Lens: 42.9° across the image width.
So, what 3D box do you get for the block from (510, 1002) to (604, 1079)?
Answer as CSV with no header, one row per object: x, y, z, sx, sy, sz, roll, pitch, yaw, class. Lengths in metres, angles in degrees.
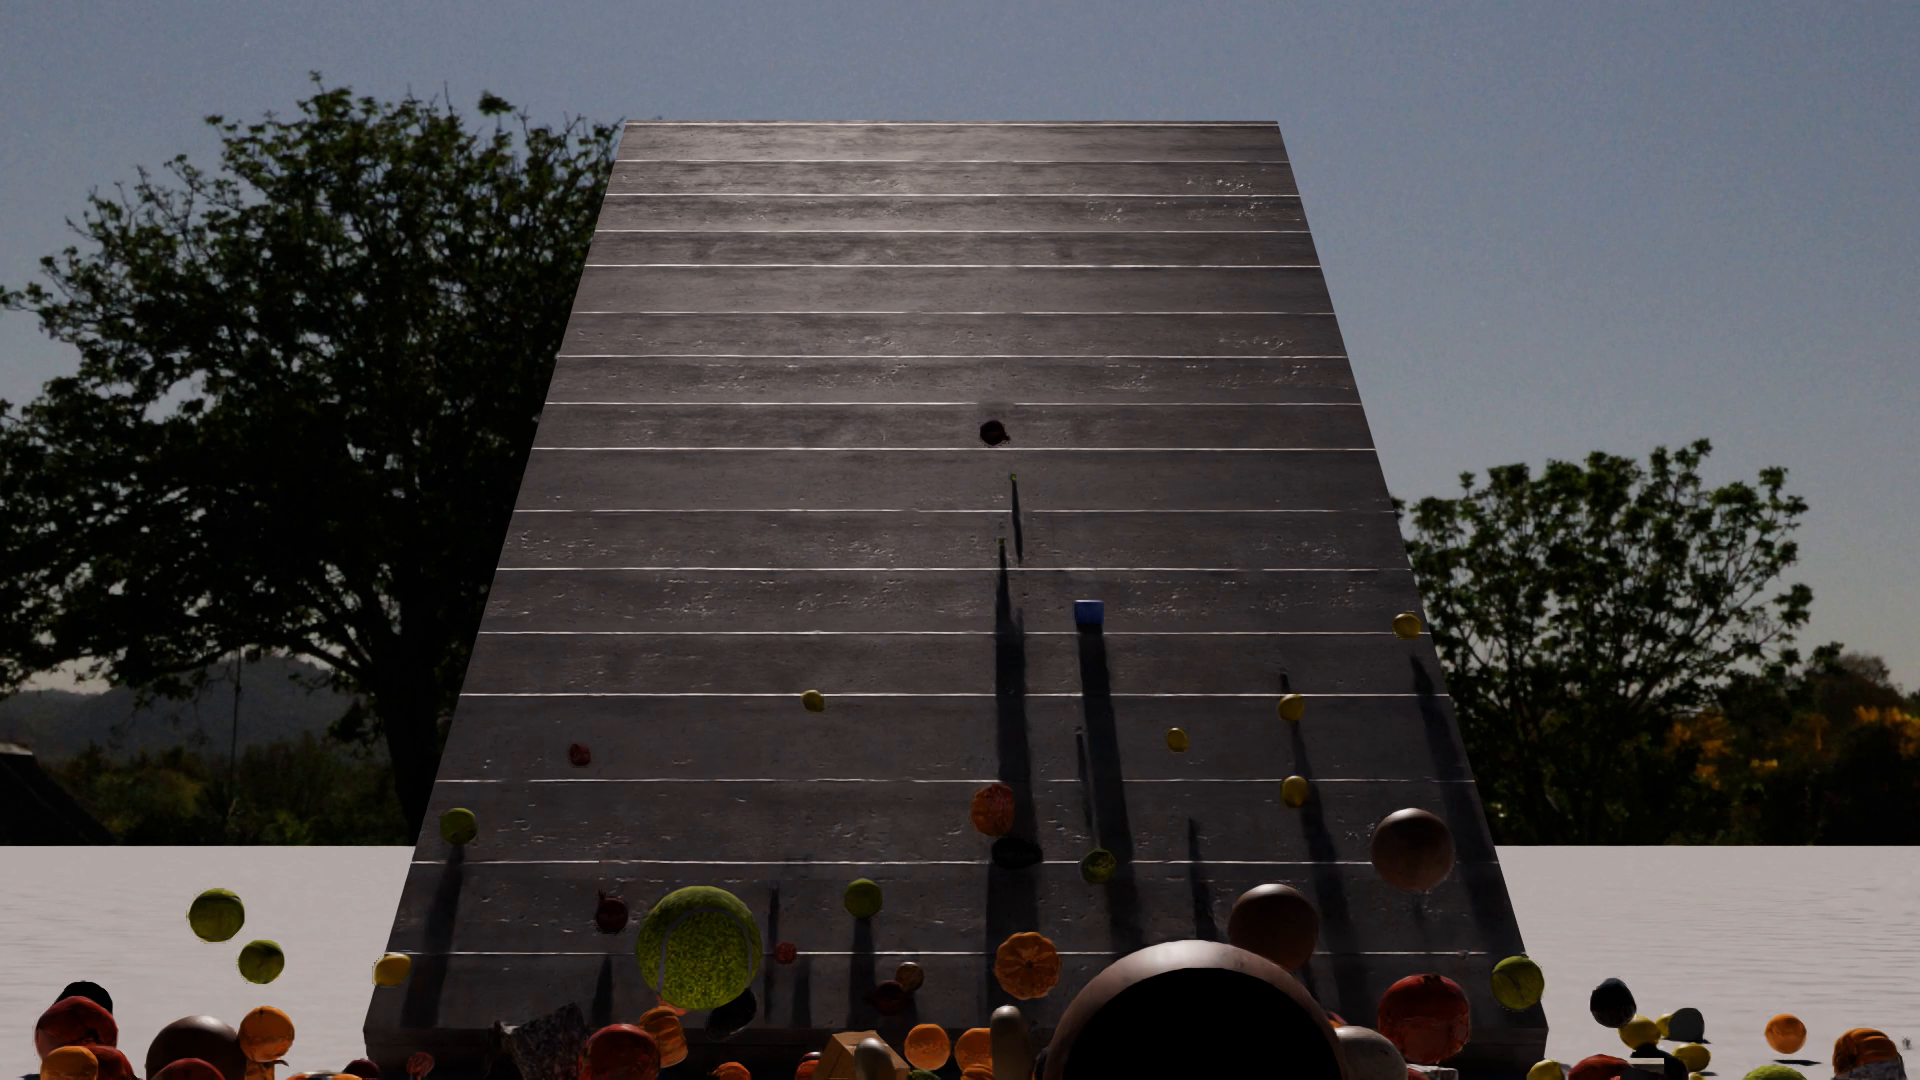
-0.568,0.724,3.439,0.096,0.096,0.096,-21,-19,-22,block

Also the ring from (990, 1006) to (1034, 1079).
0.067,0.658,3.123,0.042,0.126,0.126,-10,-8,7,ring

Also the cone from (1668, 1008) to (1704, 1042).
1.454,0.973,4.836,0.074,0.074,0.074,-7,-36,45,cone

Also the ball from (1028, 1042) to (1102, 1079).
0.130,0.672,3.047,0.092,0.092,0.092,0,-7,0,ball

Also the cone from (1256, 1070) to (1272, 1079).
0.470,0.838,3.700,0.055,0.055,0.055,33,-22,-24,cone

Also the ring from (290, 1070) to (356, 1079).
-0.988,0.844,3.788,0.105,0.035,0.105,1,-7,0,ring

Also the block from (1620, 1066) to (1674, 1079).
0.814,0.677,2.821,0.099,0.099,0.099,25,-10,-5,block

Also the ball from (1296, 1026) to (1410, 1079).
0.292,0.404,1.818,0.083,0.083,0.083,0,-7,0,ball

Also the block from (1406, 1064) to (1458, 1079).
0.591,0.745,3.229,0.094,0.094,0.094,4,-8,-32,block

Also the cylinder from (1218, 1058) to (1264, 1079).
0.377,0.740,3.298,0.060,0.060,0.060,-45,-11,1,cylinder

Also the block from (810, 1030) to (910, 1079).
-0.143,0.763,3.484,0.087,0.087,0.087,8,23,-47,block

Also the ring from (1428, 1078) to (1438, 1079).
0.580,0.705,2.958,0.036,0.109,0.109,-10,-9,12,ring

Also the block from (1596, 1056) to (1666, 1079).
0.929,0.766,3.380,0.091,0.091,0.091,-2,-7,16,block

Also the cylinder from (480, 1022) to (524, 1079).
-0.662,0.779,3.677,0.093,0.093,0.093,17,-12,-18,cylinder

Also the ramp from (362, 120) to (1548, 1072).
-0.015,-0.191,5.846,2.000,0.100,4.000,0,32,0,ramp

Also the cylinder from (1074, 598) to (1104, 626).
0.272,0.152,5.154,0.052,0.052,0.052,-5,-6,-8,cylinder

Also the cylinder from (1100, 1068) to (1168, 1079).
0.224,0.750,3.248,0.090,0.090,0.090,-7,-10,43,cylinder

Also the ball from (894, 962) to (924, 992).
-0.087,0.749,4.192,0.051,0.051,0.051,0,-7,0,ball

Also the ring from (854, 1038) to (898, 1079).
-0.109,0.734,3.283,0.043,0.130,0.130,-14,-5,-10,ring

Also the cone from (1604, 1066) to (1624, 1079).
0.931,0.762,3.311,0.091,0.091,0.091,9,-9,-11,cone

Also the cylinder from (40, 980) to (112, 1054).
-1.521,0.822,4.208,0.090,0.090,0.090,7,-41,-43,cylinder

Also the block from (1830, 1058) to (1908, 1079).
1.101,0.696,2.972,0.097,0.097,0.097,-36,-27,32,block
